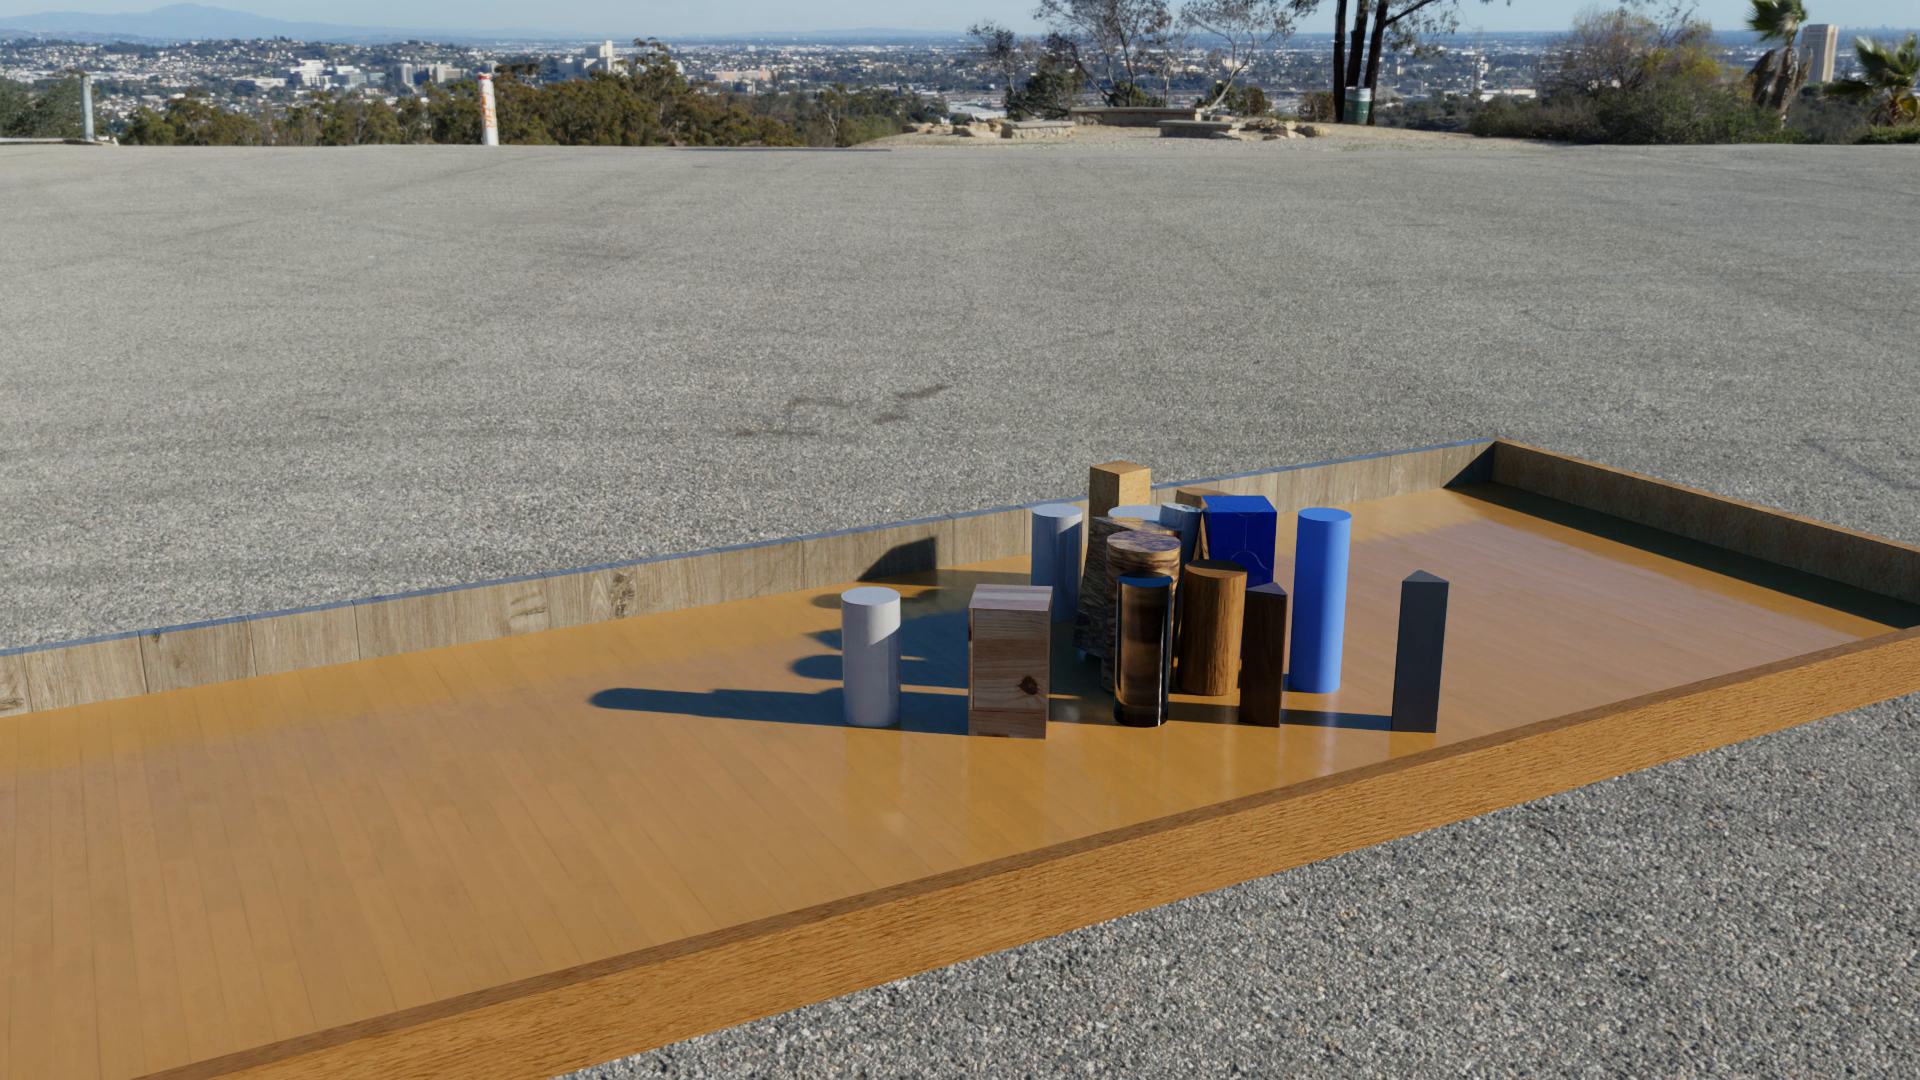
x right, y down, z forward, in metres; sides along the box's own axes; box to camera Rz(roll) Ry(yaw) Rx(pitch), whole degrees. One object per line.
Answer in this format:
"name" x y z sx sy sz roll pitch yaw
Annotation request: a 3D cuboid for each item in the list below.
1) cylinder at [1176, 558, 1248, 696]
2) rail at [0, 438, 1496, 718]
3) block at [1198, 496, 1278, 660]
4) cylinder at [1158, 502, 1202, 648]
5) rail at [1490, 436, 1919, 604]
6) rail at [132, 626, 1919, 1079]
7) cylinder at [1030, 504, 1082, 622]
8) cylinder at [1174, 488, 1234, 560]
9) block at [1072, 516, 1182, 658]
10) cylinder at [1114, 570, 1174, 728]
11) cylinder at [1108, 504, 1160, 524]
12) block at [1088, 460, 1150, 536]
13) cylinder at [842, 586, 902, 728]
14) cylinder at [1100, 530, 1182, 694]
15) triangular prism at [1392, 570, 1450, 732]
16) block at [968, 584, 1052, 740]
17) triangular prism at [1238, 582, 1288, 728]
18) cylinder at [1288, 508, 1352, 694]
"cylinder" 0.621 0.215 4.077 0.152 0.304 0.152 2 17 -1
"rail" -3.305 0.497 3.399 12.000 0.150 0.050 -9 18 -27
"block" 0.720 0.097 4.319 0.166 0.397 0.166 0 16 -1
"cylinder" 0.551 0.093 4.359 0.110 0.369 0.110 9 11 -2
"rail" 2.466 -0.048 5.253 0.050 0.150 2.100 -9 18 -27
"rail" -2.336 1.006 1.665 12.000 0.150 0.050 -9 18 -27
"cylinder" 0.269 0.063 4.605 0.141 0.302 0.141 0 16 0
"cylinder" 0.667 0.032 4.615 0.173 0.332 0.173 8 11 -1
"block" 0.431 0.127 4.270 0.164 0.345 0.164 0 13 -39
"cylinder" 0.430 0.256 3.872 0.128 0.345 0.128 0 16 0
"cylinder" 0.491 0.081 4.514 0.179 0.319 0.179 0 16 0
"block" 0.464 -0.035 4.827 0.125 0.366 0.125 -13 21 -37
"cylinder" -0.208 0.274 3.886 0.138 0.302 0.138 0 16 0
"cylinder" 0.442 0.183 4.056 0.179 0.377 0.179 1 17 0
"triangular prism" 1.060 0.258 3.828 0.104 0.367 0.090 2 16 6
"block" 0.118 0.281 3.846 0.180 0.312 0.180 2 16 6
"triangular prism" 0.720 0.266 3.870 0.097 0.327 0.084 7 18 23
"cylinder" 0.885 0.149 4.065 0.127 0.441 0.127 0 16 0
